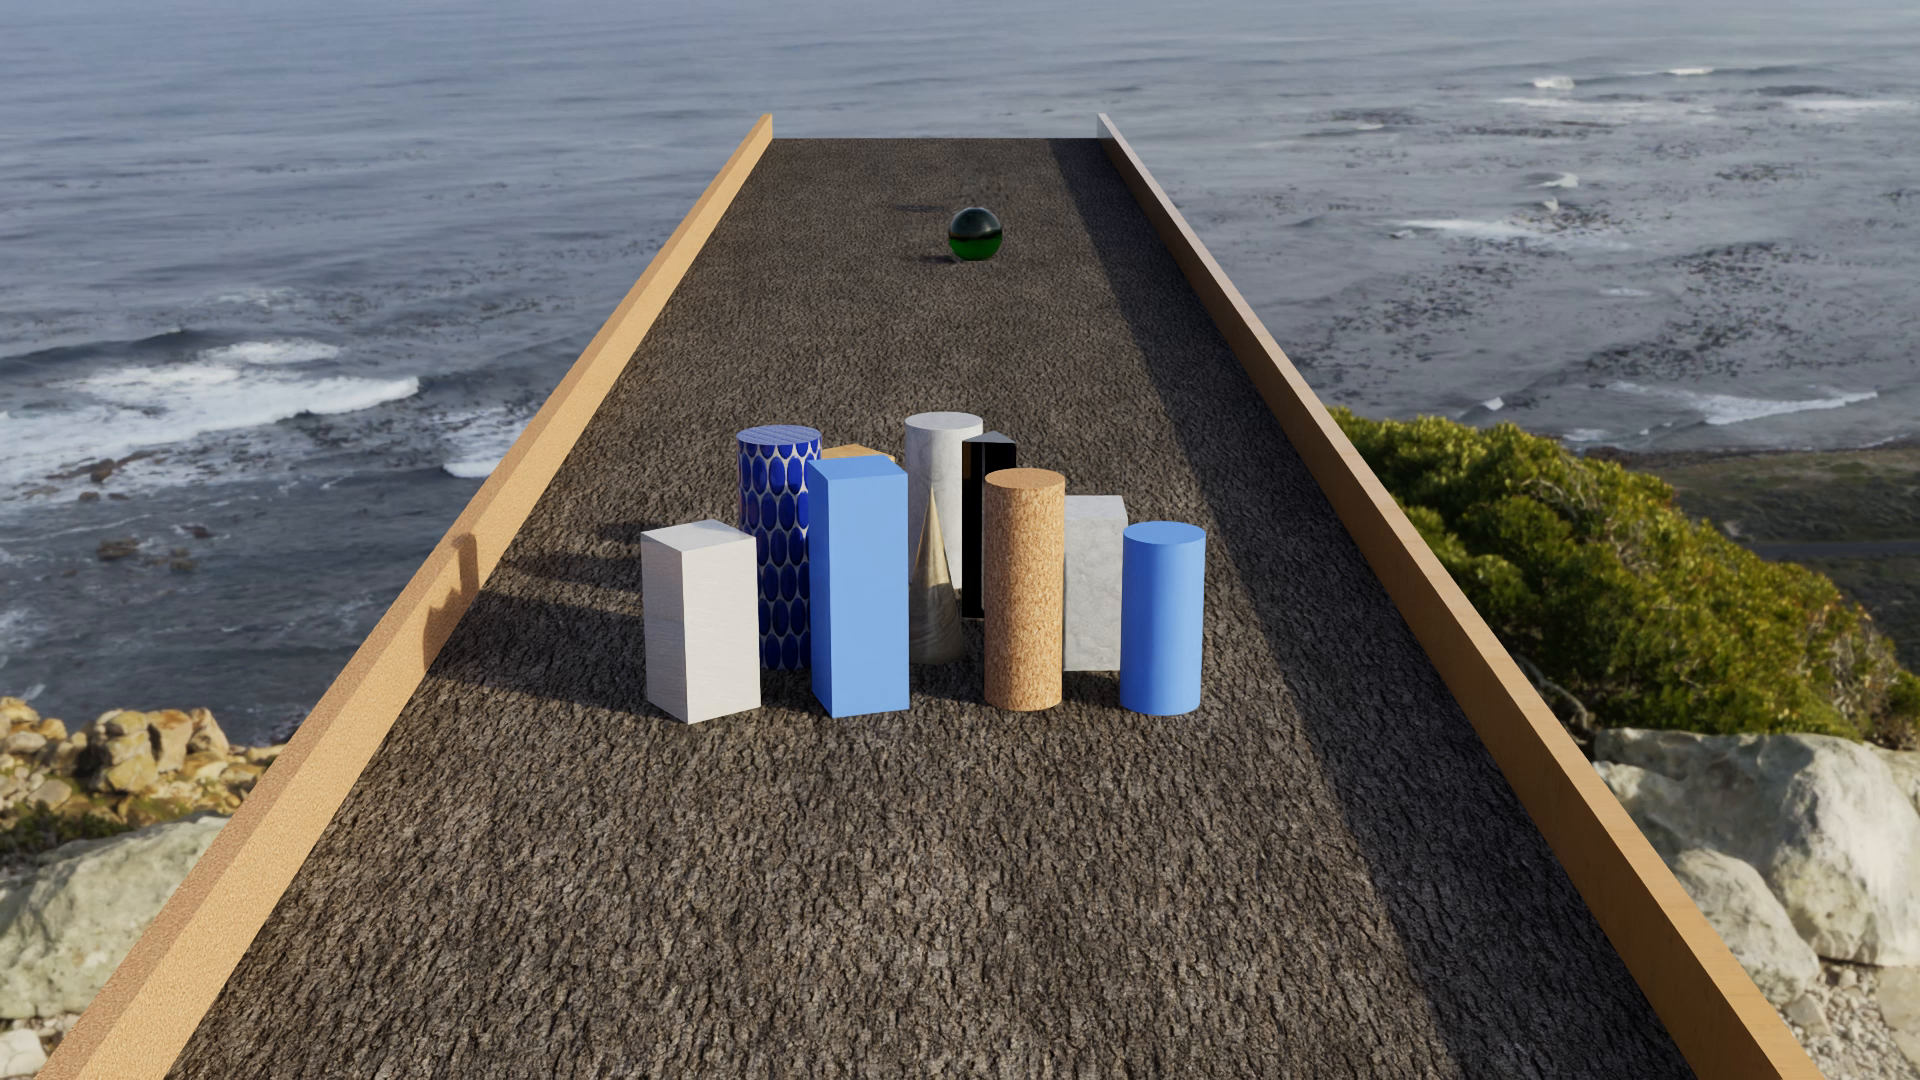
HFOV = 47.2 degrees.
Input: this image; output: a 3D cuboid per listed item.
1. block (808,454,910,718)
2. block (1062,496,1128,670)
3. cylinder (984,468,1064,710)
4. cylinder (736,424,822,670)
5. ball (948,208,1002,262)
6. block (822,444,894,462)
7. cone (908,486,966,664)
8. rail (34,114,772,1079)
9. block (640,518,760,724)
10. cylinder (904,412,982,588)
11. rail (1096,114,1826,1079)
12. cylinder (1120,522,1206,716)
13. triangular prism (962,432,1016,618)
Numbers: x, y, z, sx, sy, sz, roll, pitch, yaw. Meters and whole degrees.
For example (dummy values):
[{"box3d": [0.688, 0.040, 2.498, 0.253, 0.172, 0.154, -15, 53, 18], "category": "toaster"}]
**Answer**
[{"box3d": [-0.191, 0.085, 4.134, 0.150, 0.460, 0.150, -5, 17, -18], "category": "block"}, {"box3d": [0.241, 0.084, 4.395, 0.170, 0.312, 0.170, 0, 17, 0], "category": "block"}, {"box3d": [0.121, 0.093, 4.153, 0.149, 0.434, 0.149, 0, 17, 0], "category": "cylinder"}, {"box3d": [-0.355, 0.014, 4.374, 0.167, 0.459, 0.167, 0, 17, 0], "category": "cylinder"}, {"box3d": [0.063, -1.260, 9.068, 0.225, 0.225, 0.225, 0, 17, 0], "category": "ball"}, {"box3d": [-0.236, -0.012, 4.664, 0.142, 0.345, 0.142, -13, 21, -37], "category": "block"}, {"box3d": [-0.056, 0.058, 4.408, 0.140, 0.355, 0.140, 0, 17, 0], "category": "cone"}, {"box3d": [-1.118, -0.838, 7.780, 0.050, 0.150, 12.000, 0, 17, -1], "category": "rail"}, {"box3d": [-0.487, 0.151, 4.133, 0.156, 0.334, 0.156, -12, 20, -35], "category": "block"}, {"box3d": [-0.035, -0.089, 4.892, 0.172, 0.362, 0.172, 0, 17, 0], "category": "cylinder"}, {"box3d": [0.932, -0.844, 7.801, 0.050, 0.150, 12.000, 0, 17, -1], "category": "rail"}, {"box3d": [0.381, 0.147, 4.147, 0.154, 0.335, 0.154, 0, 17, 0], "category": "cylinder"}, {"box3d": [0.066, -0.032, 4.660, 0.112, 0.385, 0.097, 2, 17, 7], "category": "triangular prism"}]
